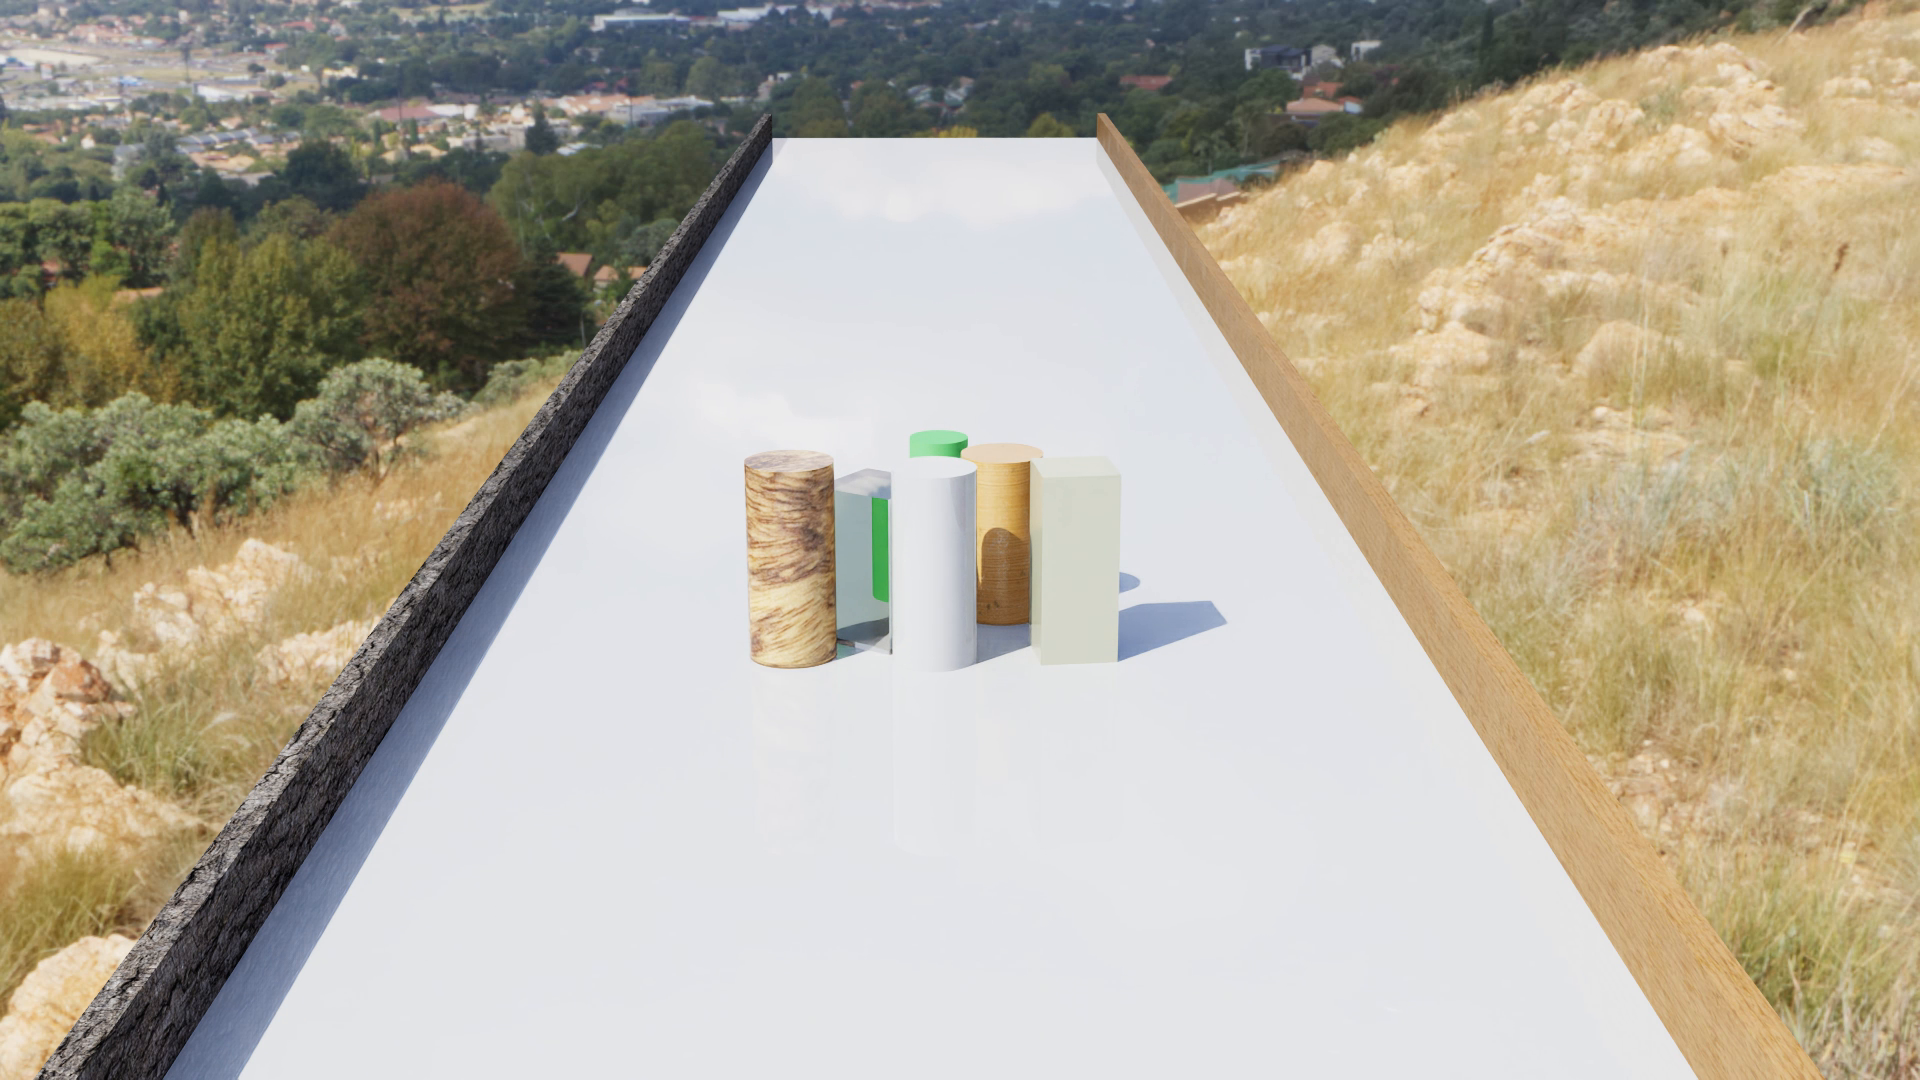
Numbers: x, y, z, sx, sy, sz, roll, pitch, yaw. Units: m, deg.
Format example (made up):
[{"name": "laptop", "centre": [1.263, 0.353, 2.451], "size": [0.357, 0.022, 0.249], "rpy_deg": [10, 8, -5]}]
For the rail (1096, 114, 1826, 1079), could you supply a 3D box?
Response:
[{"name": "rail", "centre": [0.932, -0.844, 7.801], "size": [0.050, 0.150, 12.000], "rpy_deg": [0, 17, -1]}]

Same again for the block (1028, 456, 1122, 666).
[{"name": "block", "centre": [0.228, 0.040, 4.412], "size": [0.155, 0.388, 0.155], "rpy_deg": [-2, 17, -7]}]

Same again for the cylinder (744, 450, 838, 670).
[{"name": "cylinder", "centre": [-0.337, 0.037, 4.392], "size": [0.178, 0.404, 0.178], "rpy_deg": [0, 17, 0]}]

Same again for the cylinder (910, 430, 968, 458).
[{"name": "cylinder", "centre": [-0.047, -0.072, 4.898], "size": [0.129, 0.325, 0.129], "rpy_deg": [0, 17, 0]}]

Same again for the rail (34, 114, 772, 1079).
[{"name": "rail", "centre": [-1.118, -0.838, 7.780], "size": [0.050, 0.150, 12.000], "rpy_deg": [0, 17, -1]}]

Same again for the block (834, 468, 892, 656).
[{"name": "block", "centre": [-0.168, 0.041, 4.516], "size": [0.180, 0.326, 0.180], "rpy_deg": [10, 20, 31]}]

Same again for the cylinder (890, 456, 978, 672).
[{"name": "cylinder", "centre": [-0.051, 0.047, 4.372], "size": [0.170, 0.397, 0.170], "rpy_deg": [0, 17, 0]}]

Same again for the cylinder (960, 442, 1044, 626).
[{"name": "cylinder", "centre": [0.088, -0.013, 4.652], "size": [0.173, 0.353, 0.173], "rpy_deg": [0, 17, 0]}]
